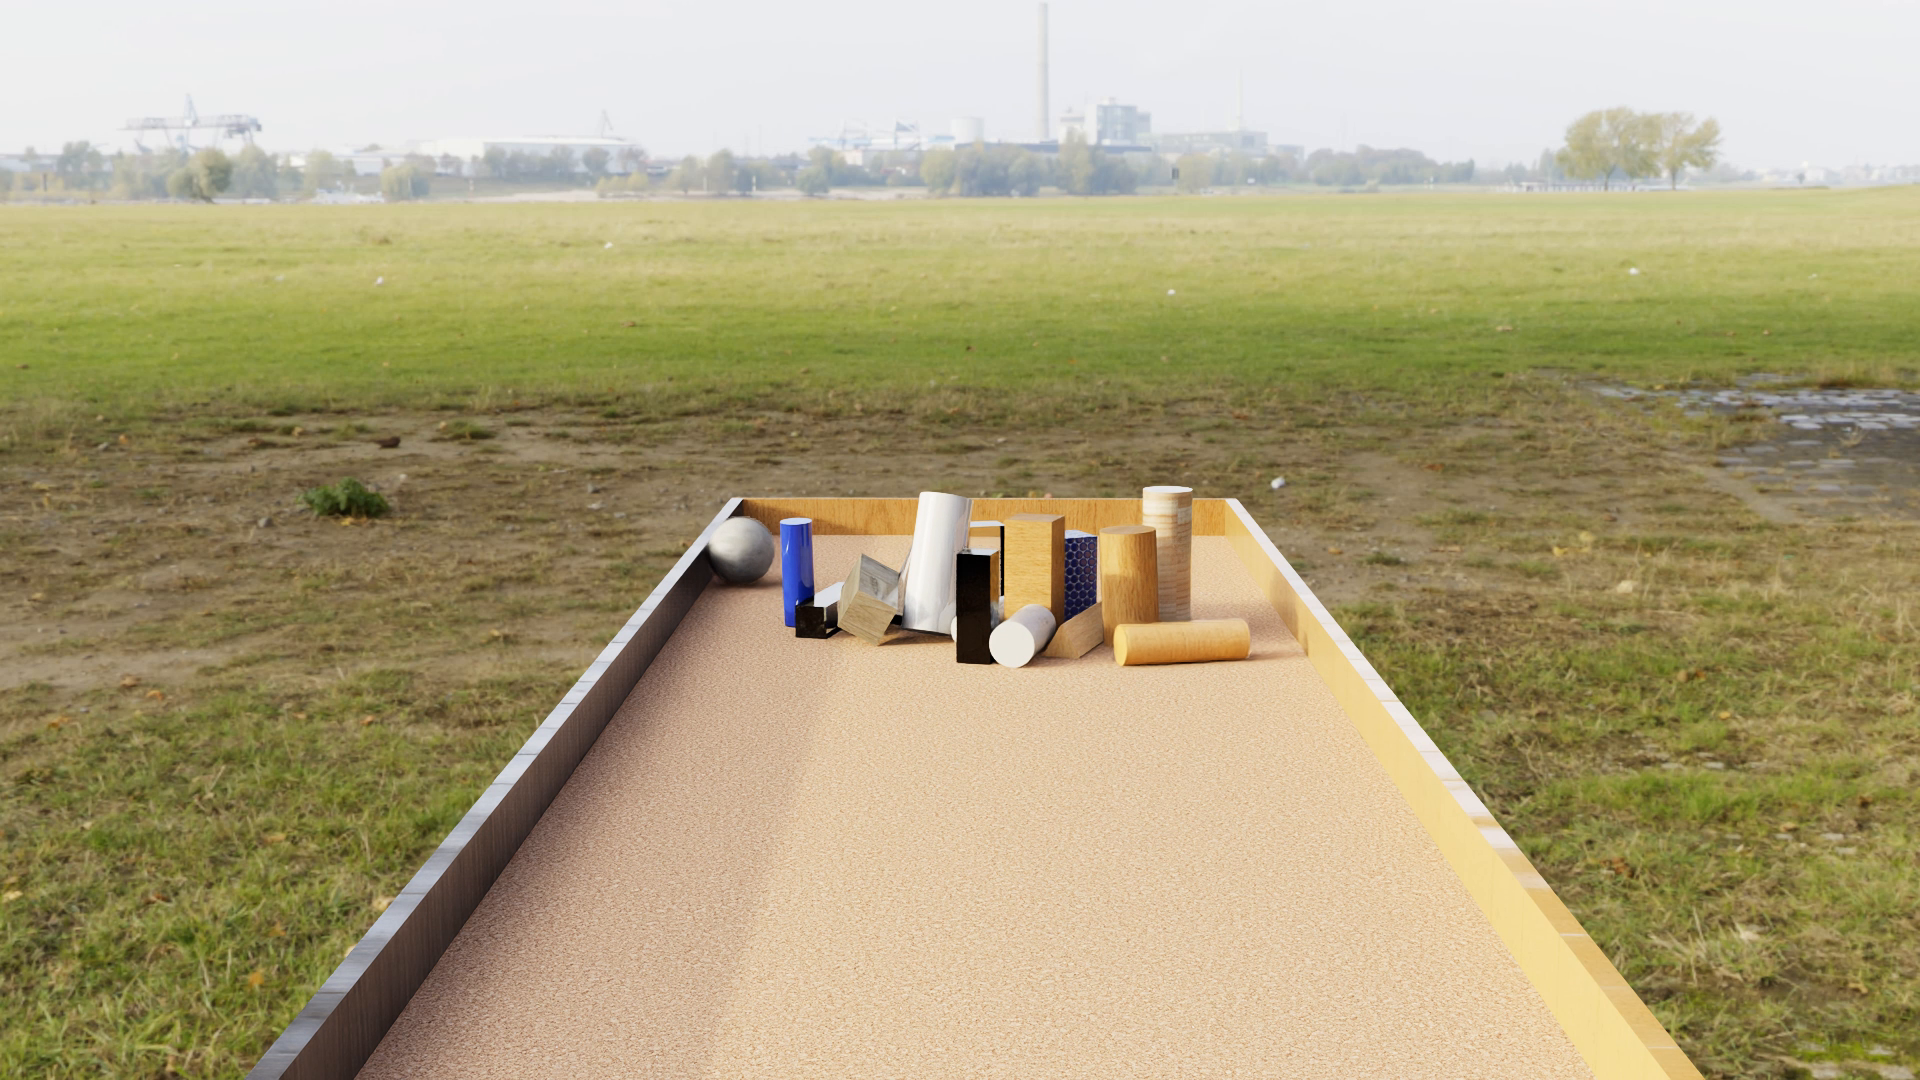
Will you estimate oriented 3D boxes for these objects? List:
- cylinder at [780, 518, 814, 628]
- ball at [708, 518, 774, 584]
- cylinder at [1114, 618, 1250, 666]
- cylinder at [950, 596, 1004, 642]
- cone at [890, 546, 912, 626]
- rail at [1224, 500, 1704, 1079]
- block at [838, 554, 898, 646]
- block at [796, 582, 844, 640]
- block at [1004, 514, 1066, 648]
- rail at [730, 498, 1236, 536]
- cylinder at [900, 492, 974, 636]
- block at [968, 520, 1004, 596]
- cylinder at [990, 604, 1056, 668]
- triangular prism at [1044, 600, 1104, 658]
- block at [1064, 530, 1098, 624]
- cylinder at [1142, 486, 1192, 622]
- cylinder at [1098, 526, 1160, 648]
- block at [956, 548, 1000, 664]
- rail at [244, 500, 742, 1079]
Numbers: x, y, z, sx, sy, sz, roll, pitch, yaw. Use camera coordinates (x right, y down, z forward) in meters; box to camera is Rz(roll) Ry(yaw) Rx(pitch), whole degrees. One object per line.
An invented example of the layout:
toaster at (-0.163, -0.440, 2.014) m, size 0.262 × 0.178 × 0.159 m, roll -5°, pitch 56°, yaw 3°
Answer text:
cylinder at (-0.530, 0.107, 7.205) m, size 0.104 × 0.346 × 0.104 m, roll -1°, pitch 13°, yaw 0°
ball at (-0.796, 0.041, 7.978) m, size 0.242 × 0.242 × 0.242 m, roll 0°, pitch 9°, yaw 0°
cylinder at (0.672, 0.309, 6.668) m, size 0.393 × 0.123 × 0.123 m, roll -2°, pitch 9°, yaw -15°
cylinder at (0.103, 0.256, 7.014) m, size 0.120 × 0.120 × 0.364 m, roll 4°, pitch 10°, yaw 25°
cone at (-0.162, 0.120, 7.211) m, size 0.161 × 0.303 × 0.161 m, roll 9°, pitch 8°, yaw -1°
rail at (1.046, 0.843, 3.208) m, size 0.050 × 0.150 × 12.000 m, roll 0°, pitch 9°, yaw 1°
block at (-0.293, 0.188, 7.052) m, size 0.139 × 0.139 × 0.371 m, roll 28°, pitch 15°, yaw -9°
block at (-0.419, 0.229, 7.229) m, size 0.105 × 0.105 × 0.444 m, roll 2°, pitch 9°, yaw 15°
block at (0.236, 0.126, 6.939) m, size 0.152 × 0.399 × 0.152 m, roll 3°, pitch 9°, yaw 19°
rail at (0.099, -0.098, 9.147) m, size 2.100 × 0.150 × 0.050 m, roll 0°, pitch 9°, yaw 1°
cylinder at (-0.073, 0.078, 7.016) m, size 0.174 × 0.437 × 0.174 m, roll 8°, pitch -7°, yaw 1°
block at (0.078, 0.111, 7.247) m, size 0.124 × 0.331 × 0.124 m, roll -2°, pitch 8°, yaw -15°
cylinder at (0.194, 0.291, 6.728) m, size 0.140 × 0.140 × 0.303 m, roll 2°, pitch 9°, yaw 15°
triangular prism at (0.386, 0.276, 6.935) m, size 0.114 × 0.099 × 0.442 m, roll 3°, pitch 10°, yaw 19°
block at (0.346, 0.130, 7.223) m, size 0.155 × 0.302 × 0.155 m, roll -4°, pitch 10°, yaw -23°
cylinder at (0.675, 0.060, 7.181) m, size 0.161 × 0.454 × 0.161 m, roll 0°, pitch 9°, yaw 0°
cylinder at (0.533, 0.145, 6.911) m, size 0.179 × 0.361 × 0.179 m, roll -3°, pitch 9°, yaw 0°
block at (0.054, 0.201, 6.669) m, size 0.106 × 0.336 × 0.106 m, roll 3°, pitch 9°, yaw 16°
rail at (-1.004, 0.839, 3.234) m, size 0.050 × 0.150 × 12.000 m, roll 0°, pitch 9°, yaw 1°
